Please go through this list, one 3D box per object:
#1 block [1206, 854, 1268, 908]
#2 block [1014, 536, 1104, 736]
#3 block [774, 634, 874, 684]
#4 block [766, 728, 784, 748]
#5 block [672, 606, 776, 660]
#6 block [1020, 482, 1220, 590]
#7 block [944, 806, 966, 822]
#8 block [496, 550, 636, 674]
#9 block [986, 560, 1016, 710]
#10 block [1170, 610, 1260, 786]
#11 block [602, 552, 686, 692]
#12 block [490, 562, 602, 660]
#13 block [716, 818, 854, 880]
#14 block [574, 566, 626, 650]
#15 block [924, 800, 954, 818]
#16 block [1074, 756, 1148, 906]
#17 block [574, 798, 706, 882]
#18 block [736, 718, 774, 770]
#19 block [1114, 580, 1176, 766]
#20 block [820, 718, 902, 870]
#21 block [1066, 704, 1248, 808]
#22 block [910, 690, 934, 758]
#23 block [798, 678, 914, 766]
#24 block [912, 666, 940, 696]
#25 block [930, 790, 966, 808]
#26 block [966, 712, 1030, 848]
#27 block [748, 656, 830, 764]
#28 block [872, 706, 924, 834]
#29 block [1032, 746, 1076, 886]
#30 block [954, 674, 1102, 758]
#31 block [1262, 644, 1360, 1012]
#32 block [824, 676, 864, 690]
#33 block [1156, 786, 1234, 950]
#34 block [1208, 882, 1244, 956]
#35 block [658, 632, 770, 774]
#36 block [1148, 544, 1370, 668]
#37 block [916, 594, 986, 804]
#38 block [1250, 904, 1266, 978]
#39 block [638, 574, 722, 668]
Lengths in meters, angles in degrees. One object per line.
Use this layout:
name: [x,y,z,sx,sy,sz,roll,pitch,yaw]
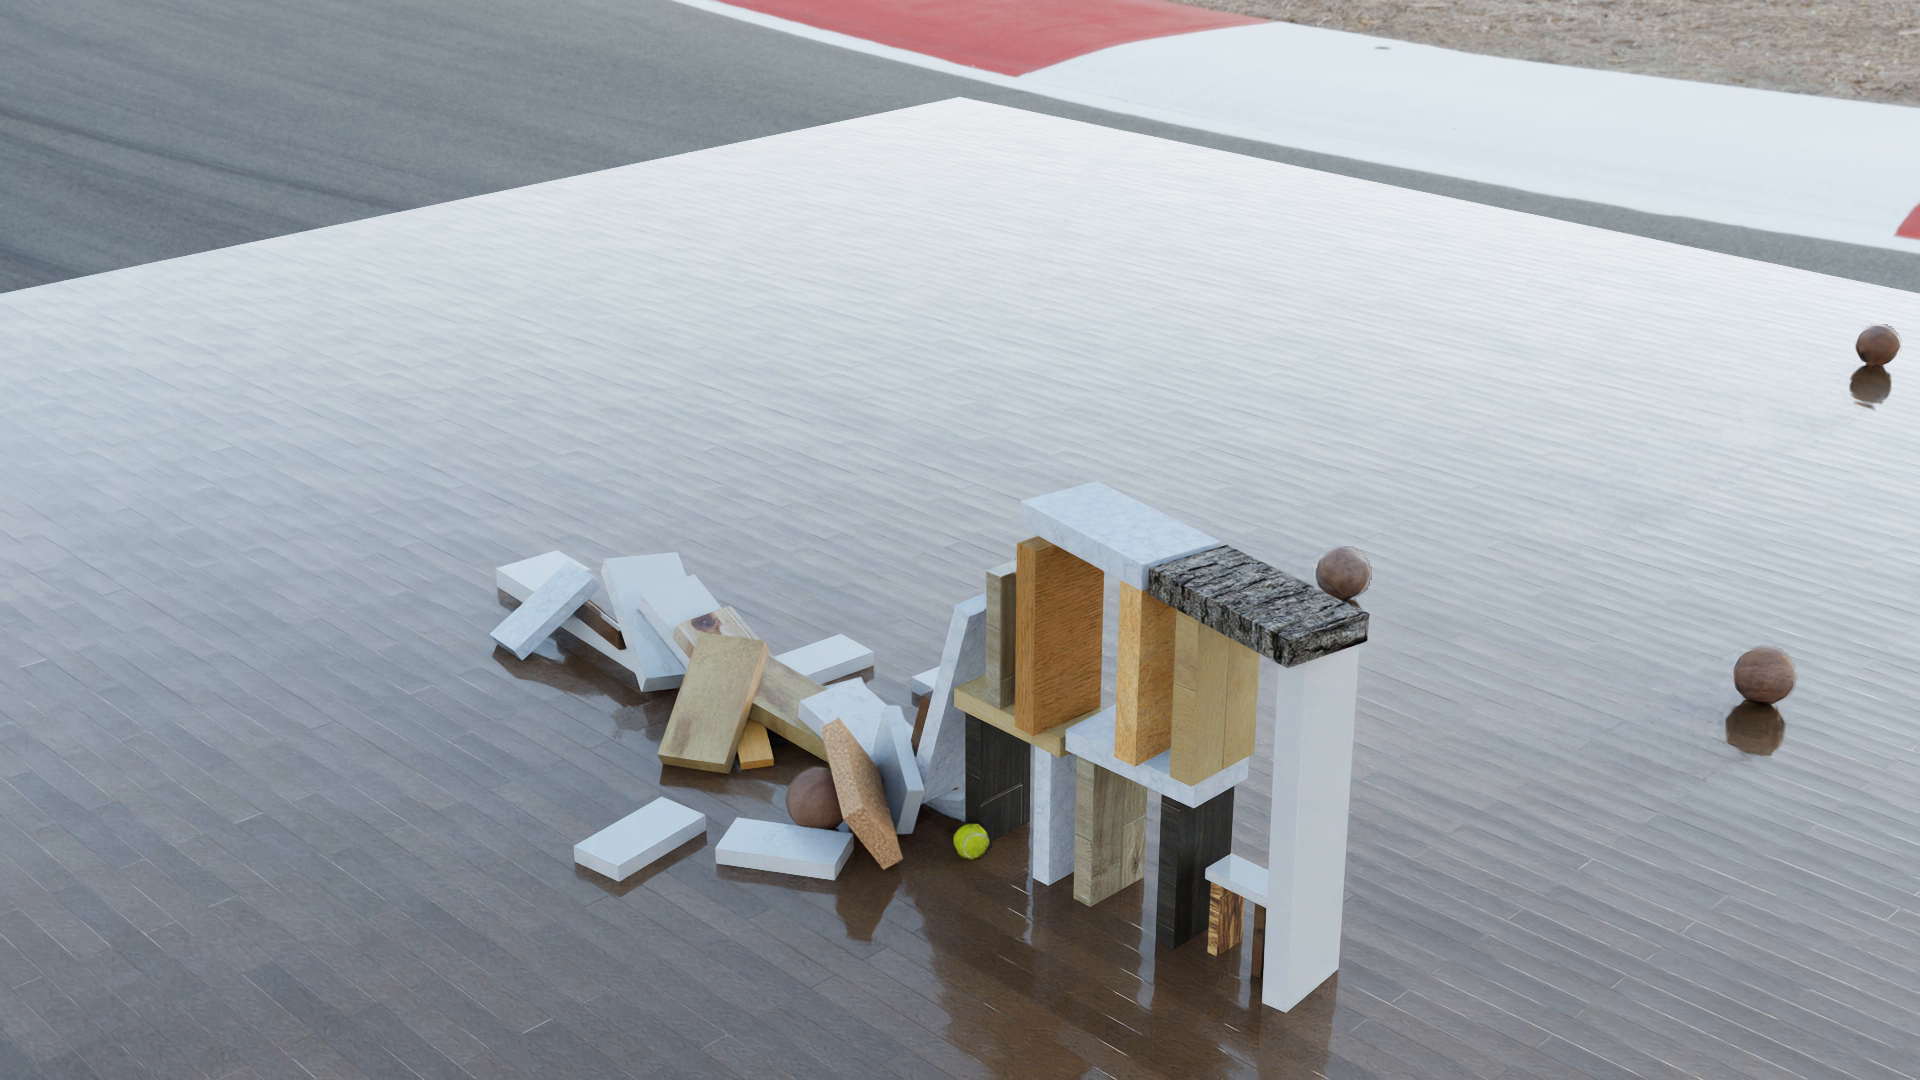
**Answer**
block: [0.519,0.608,3.920,0.148,0.021,0.074,21,31,41]
block: [0.185,0.162,4.066,0.175,0.373,0.050,-19,29,-38]
block: [-0.334,0.286,5.042,0.248,0.035,0.124,-18,29,-36]
block: [-0.452,0.425,4.733,0.140,0.020,0.070,-4,23,-10]
block: [-0.489,0.282,4.882,0.151,0.043,0.302,-20,55,-38]
block: [0.283,-0.011,3.933,0.176,0.050,0.351,-15,27,-32]
block: [0.017,0.548,4.418,0.095,0.013,0.047,21,31,40]
block: [-0.862,0.175,5.285,0.176,0.050,0.698,-18,29,-37]
block: [0.112,0.171,4.169,0.137,0.274,0.039,-20,30,-39]
block: [0.450,0.241,3.855,0.175,0.349,0.049,-21,31,-40]
block: [-0.687,0.184,5.036,0.176,0.050,0.353,-5,51,-26]
block: [-0.974,0.165,5.166,0.255,0.035,0.124,-45,39,-18]
block: [-0.342,0.602,4.297,0.243,0.034,0.121,6,24,14]
block: [-0.808,0.154,5.205,0.176,0.050,0.353,-15,27,-32]
block: [-0.029,0.537,4.478,0.047,0.013,0.094,-21,31,-40]
block: [0.285,0.523,4.139,0.153,0.305,0.043,-21,31,-40]
block: [-0.629,0.587,4.333,0.121,0.034,0.243,17,28,34]
block: [-0.443,0.431,4.679,0.070,0.020,0.140,-6,37,-12]
block: [0.357,0.211,3.921,0.175,0.351,0.050,-21,31,-40]
block: [-0.196,0.498,4.346,0.044,0.154,0.308,-31,31,6]
block: [0.357,0.389,4.007,0.305,0.043,0.153,21,31,40]
block: [-0.040,0.406,4.455,0.137,0.274,0.039,-20,48,-39]
block: [-0.185,0.415,4.630,0.154,0.044,0.308,-20,44,-38]
block: [0.026,0.311,4.984,0.248,0.035,0.124,-19,29,-37]
block: [-0.013,0.521,4.444,0.047,0.013,0.095,-20,13,-37]
block: [0.075,0.449,4.336,0.041,0.286,0.143,21,31,41]
block: [-0.343,0.366,4.738,0.308,0.044,0.154,27,37,23]
block: [-0.125,0.462,4.430,0.034,0.121,0.243,2,38,-18]
block: [0.206,0.504,4.207,0.143,0.286,0.041,-21,31,-40]
block: [0.139,0.326,4.208,0.143,0.041,0.286,-20,30,-39]
block: [0.600,0.468,3.765,0.049,0.698,0.175,17,28,37]
block: [-0.270,0.353,4.854,0.140,0.020,0.070,-13,65,-27]
block: [0.428,0.578,4.007,0.153,0.305,0.043,-21,31,-40]
block: [0.484,0.673,3.985,0.021,0.149,0.074,21,31,41]
block: [-0.523,0.345,4.685,0.151,0.043,0.302,7,58,15]
block: [0.493,0.106,3.661,0.175,0.049,0.349,-15,27,-32]
block: [0.005,0.309,4.334,0.137,0.493,0.039,-21,48,-39]
block: [0.554,0.700,3.921,0.021,0.148,0.074,21,31,41]
block: [-0.581,0.219,4.978,0.151,0.043,0.302,-22,61,-39]
